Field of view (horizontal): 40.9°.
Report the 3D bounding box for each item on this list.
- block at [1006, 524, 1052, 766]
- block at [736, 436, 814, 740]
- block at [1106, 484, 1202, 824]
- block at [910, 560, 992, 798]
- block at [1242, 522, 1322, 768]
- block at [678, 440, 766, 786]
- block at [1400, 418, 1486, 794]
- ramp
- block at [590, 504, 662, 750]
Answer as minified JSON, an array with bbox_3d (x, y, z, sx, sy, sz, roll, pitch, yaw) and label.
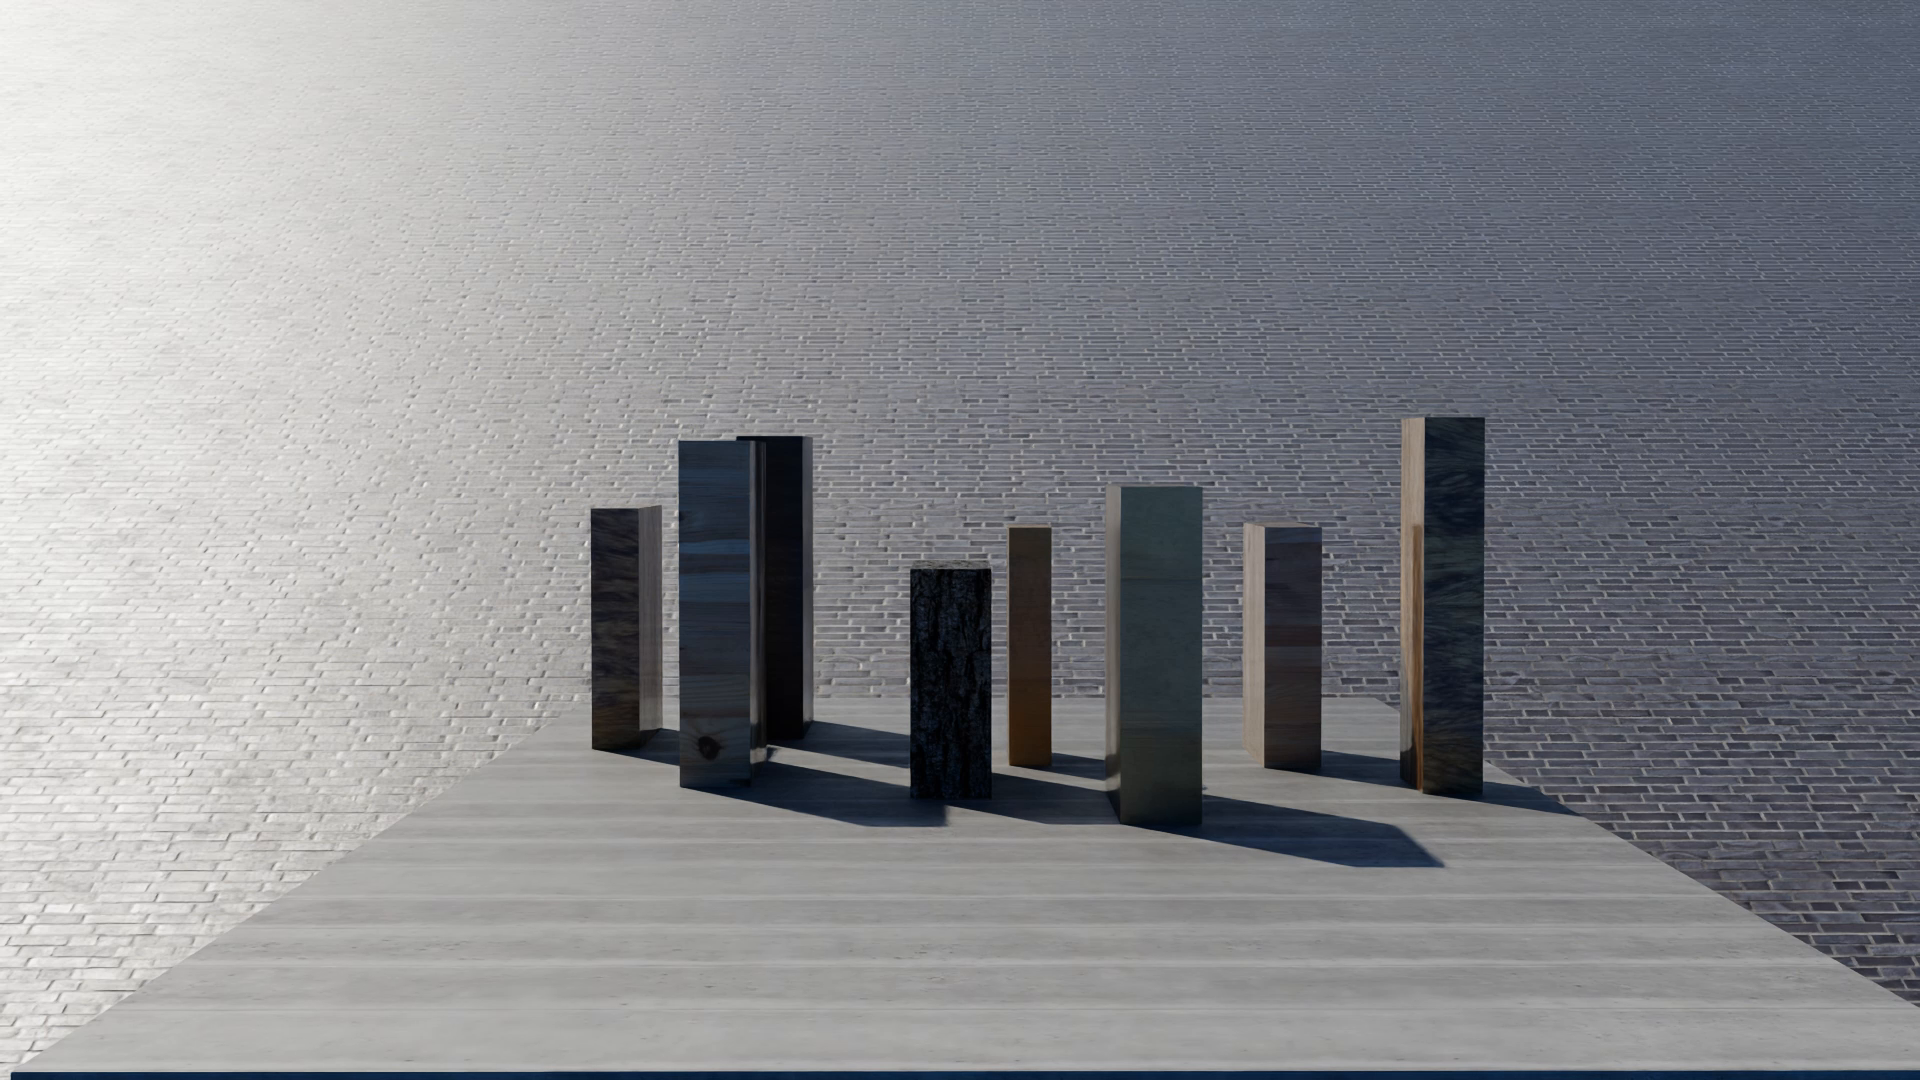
[{"bbox_3d":[0.139,0.207,5.221,0.084,0.471,0.248,0,2,0],"label":"block"},{"bbox_3d":[-0.412,0.097,5.782,0.143,0.657,0.406,0,2,0],"label":"block"},{"bbox_3d":[0.334,0.185,4.494,0.135,0.560,0.441,0,2,0],"label":"block"},{"bbox_3d":[-0.017,0.251,4.802,0.145,0.411,0.393,0,2,0],"label":"block"},{"bbox_3d":[0.653,0.205,5.245,0.112,0.473,0.380,0,2,0],"label":"block"},{"bbox_3d":[-0.454,0.131,4.972,0.131,0.641,0.418,0,2,0],"label":"block"},{"bbox_3d":[0.892,0.116,4.780,0.109,0.681,0.242,0,2,0],"label":"block"},{"bbox_3d":[0.057,0.514,4.555,2.000,0.100,4.000,0,2,0],"label":"ramp"},{"bbox_3d":[-0.722,0.179,5.606,0.100,0.504,0.427,0,2,0],"label":"block"}]
